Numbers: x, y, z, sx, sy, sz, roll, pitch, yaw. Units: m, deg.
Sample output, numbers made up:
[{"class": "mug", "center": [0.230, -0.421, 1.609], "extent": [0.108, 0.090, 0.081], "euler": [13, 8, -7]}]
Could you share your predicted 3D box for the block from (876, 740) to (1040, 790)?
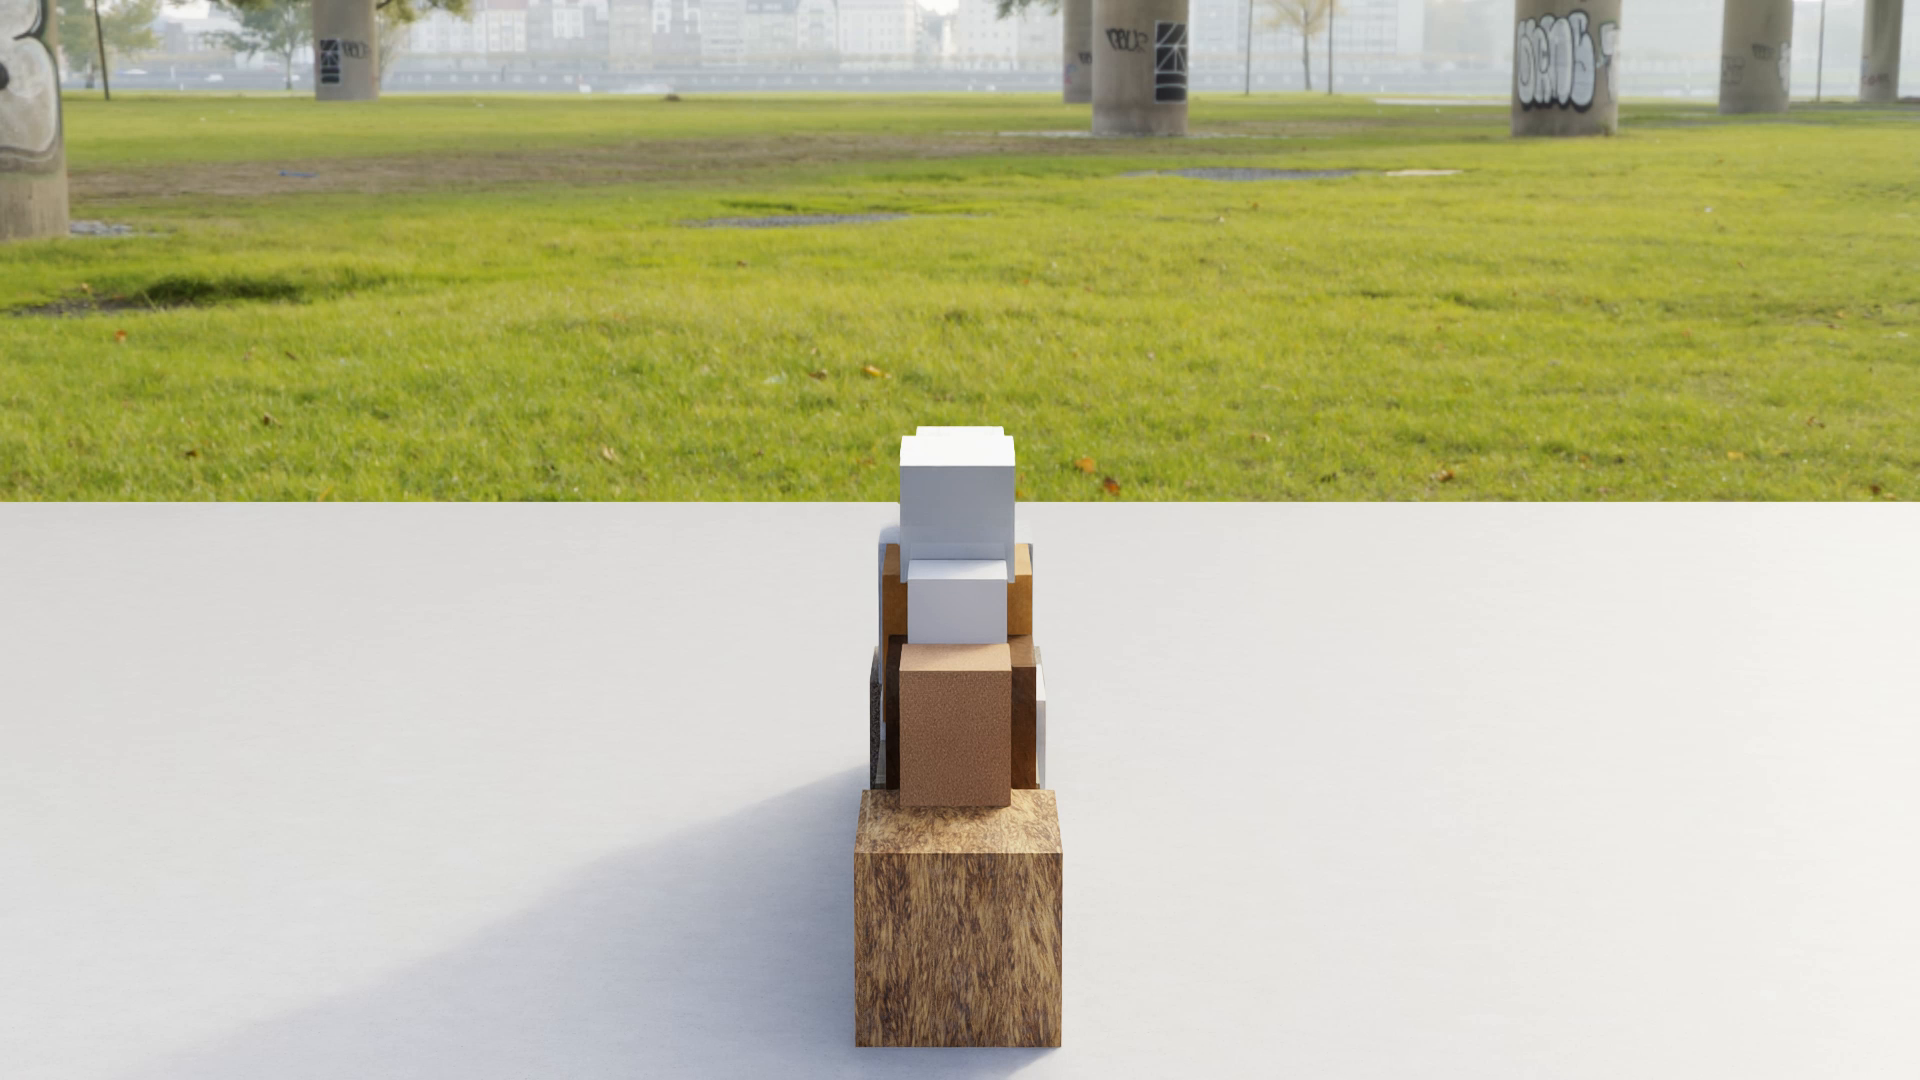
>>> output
[{"class": "block", "center": [-0.010, 1.242, 11.059], "extent": [0.684, 0.599, 0.706], "euler": [0, 10, 0]}]

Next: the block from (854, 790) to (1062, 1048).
[{"class": "block", "center": [-0.006, 1.416, 9.720], "extent": [0.753, 0.736, 0.834], "euler": [0, 10, 0]}]

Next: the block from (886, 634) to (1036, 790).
[{"class": "block", "center": [0.004, 0.731, 10.626], "extent": [0.607, 0.563, 0.604], "euler": [0, 10, 0]}]

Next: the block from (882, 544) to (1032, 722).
[{"class": "block", "center": [-0.012, 0.398, 11.229], "extent": [0.631, 0.647, 0.689], "euler": [0, 11, 0]}]

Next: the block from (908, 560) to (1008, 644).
[{"class": "block", "center": [-0.010, 0.293, 10.474], "extent": [0.398, 0.354, 0.415], "euler": [0, 10, 0]}]

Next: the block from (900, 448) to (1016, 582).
[{"class": "block", "center": [-0.010, -0.107, 10.838], "extent": [0.475, 0.495, 0.446], "euler": [0, 11, 0]}]

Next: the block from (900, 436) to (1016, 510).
[{"class": "block", "center": [-0.011, -0.189, 11.353], "extent": [0.497, 0.459, 0.575], "euler": [0, 11, 0]}]

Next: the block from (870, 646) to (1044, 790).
[{"class": "block", "center": [-0.014, 0.937, 12.476], "extent": [0.823, 0.693, 0.761], "euler": [0, 10, 0]}]

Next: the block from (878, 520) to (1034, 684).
[{"class": "block", "center": [-0.020, 0.279, 11.882], "extent": [0.698, 0.647, 0.611], "euler": [0, 10, 0]}]

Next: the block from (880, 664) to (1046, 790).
[{"class": "block", "center": [0.014, 1.028, 11.743], "extent": [0.733, 0.777, 0.696], "euler": [0, 10, 0]}]

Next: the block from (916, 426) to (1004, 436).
[{"class": "block", "center": [0.001, -0.274, 11.876], "extent": [0.401, 0.443, 0.445], "euler": [0, 10, 0]}]

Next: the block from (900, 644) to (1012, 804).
[{"class": "block", "center": [-0.017, 0.716, 10.051], "extent": [0.426, 0.525, 0.514], "euler": [0, 9, 0]}]
